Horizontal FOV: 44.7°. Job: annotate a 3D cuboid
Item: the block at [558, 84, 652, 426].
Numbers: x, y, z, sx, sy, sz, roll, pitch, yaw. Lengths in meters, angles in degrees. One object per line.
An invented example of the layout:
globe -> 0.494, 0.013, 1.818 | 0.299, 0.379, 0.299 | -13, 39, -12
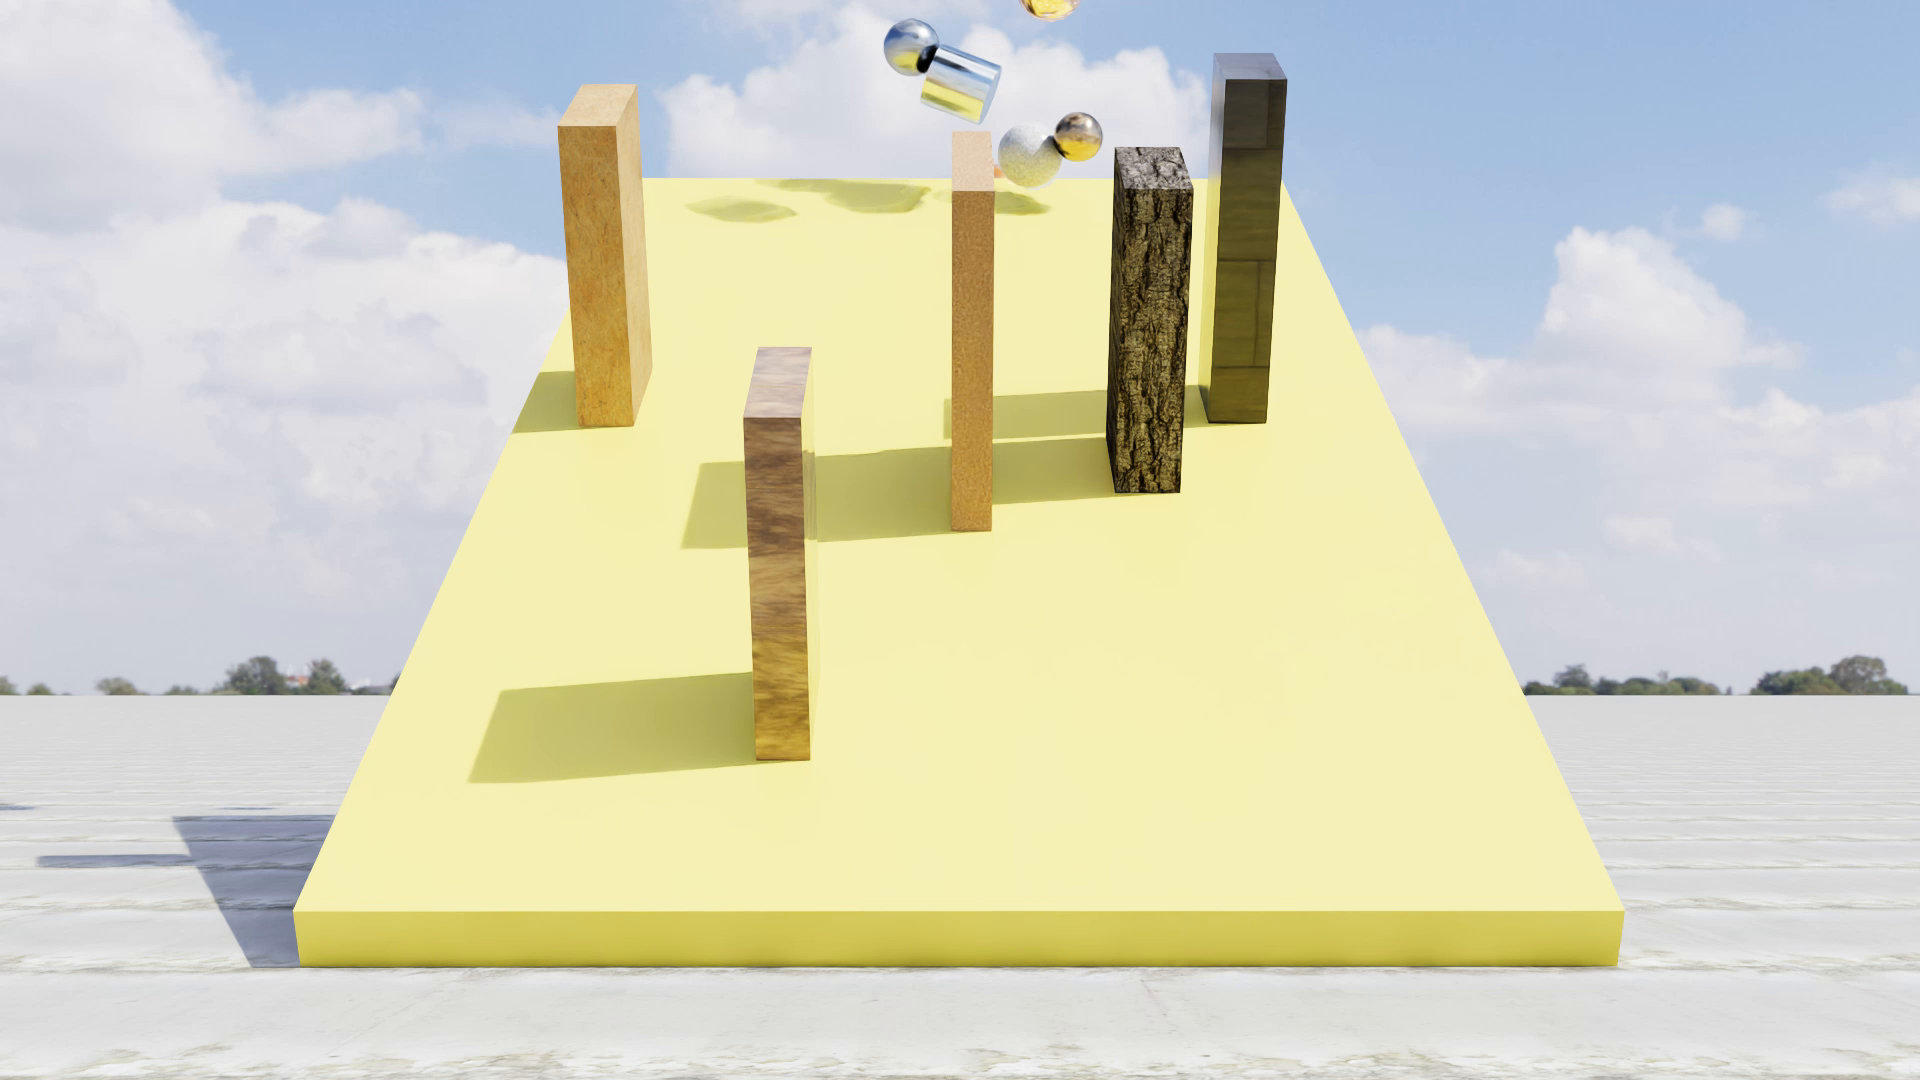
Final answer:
block -> -0.800, -0.649, 5.307 | 0.125, 0.692, 0.375 | 0, 25, 0

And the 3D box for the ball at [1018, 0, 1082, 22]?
ball -> 0.258, -1.586, 6.695 | 0.197, 0.197, 0.197 | 0, -4, 0

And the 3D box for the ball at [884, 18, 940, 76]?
ball -> -0.144, -1.466, 6.955 | 0.170, 0.170, 0.170 | 0, -4, 0

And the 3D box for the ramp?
ramp -> -0.009, -0.229, 5.345 | 2.000, 0.100, 4.000 | 0, 25, 0

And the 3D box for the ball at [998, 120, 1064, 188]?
ball -> 0.208, -1.137, 6.886 | 0.195, 0.195, 0.195 | 0, -4, 0

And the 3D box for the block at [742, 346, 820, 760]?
block -> -0.296, 0.021, 3.932 | 0.091, 0.618, 0.325 | 0, 25, 0

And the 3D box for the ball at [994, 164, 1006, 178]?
ball -> 0.117, -1.067, 7.275 | 0.208, 0.208, 0.208 | 0, -4, 0

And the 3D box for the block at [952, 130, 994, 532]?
block -> 0.024, -0.436, 4.817 | 0.082, 0.715, 0.448 | 0, 25, 0

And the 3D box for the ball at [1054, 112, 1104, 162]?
ball -> 0.344, -1.171, 6.785 | 0.145, 0.145, 0.145 | 0, -4, 0

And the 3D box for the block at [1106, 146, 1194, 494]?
block -> 0.397, -0.467, 4.950 | 0.139, 0.663, 0.320 | 0, 25, 0

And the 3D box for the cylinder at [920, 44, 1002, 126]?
cylinder -> 0.004, -1.346, 6.905 | 0.186, 0.186, 0.186 | 22, -2, 4

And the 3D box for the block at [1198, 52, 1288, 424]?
block -> 0.631, -0.676, 5.256 | 0.132, 0.789, 0.251 | 0, 25, 0
